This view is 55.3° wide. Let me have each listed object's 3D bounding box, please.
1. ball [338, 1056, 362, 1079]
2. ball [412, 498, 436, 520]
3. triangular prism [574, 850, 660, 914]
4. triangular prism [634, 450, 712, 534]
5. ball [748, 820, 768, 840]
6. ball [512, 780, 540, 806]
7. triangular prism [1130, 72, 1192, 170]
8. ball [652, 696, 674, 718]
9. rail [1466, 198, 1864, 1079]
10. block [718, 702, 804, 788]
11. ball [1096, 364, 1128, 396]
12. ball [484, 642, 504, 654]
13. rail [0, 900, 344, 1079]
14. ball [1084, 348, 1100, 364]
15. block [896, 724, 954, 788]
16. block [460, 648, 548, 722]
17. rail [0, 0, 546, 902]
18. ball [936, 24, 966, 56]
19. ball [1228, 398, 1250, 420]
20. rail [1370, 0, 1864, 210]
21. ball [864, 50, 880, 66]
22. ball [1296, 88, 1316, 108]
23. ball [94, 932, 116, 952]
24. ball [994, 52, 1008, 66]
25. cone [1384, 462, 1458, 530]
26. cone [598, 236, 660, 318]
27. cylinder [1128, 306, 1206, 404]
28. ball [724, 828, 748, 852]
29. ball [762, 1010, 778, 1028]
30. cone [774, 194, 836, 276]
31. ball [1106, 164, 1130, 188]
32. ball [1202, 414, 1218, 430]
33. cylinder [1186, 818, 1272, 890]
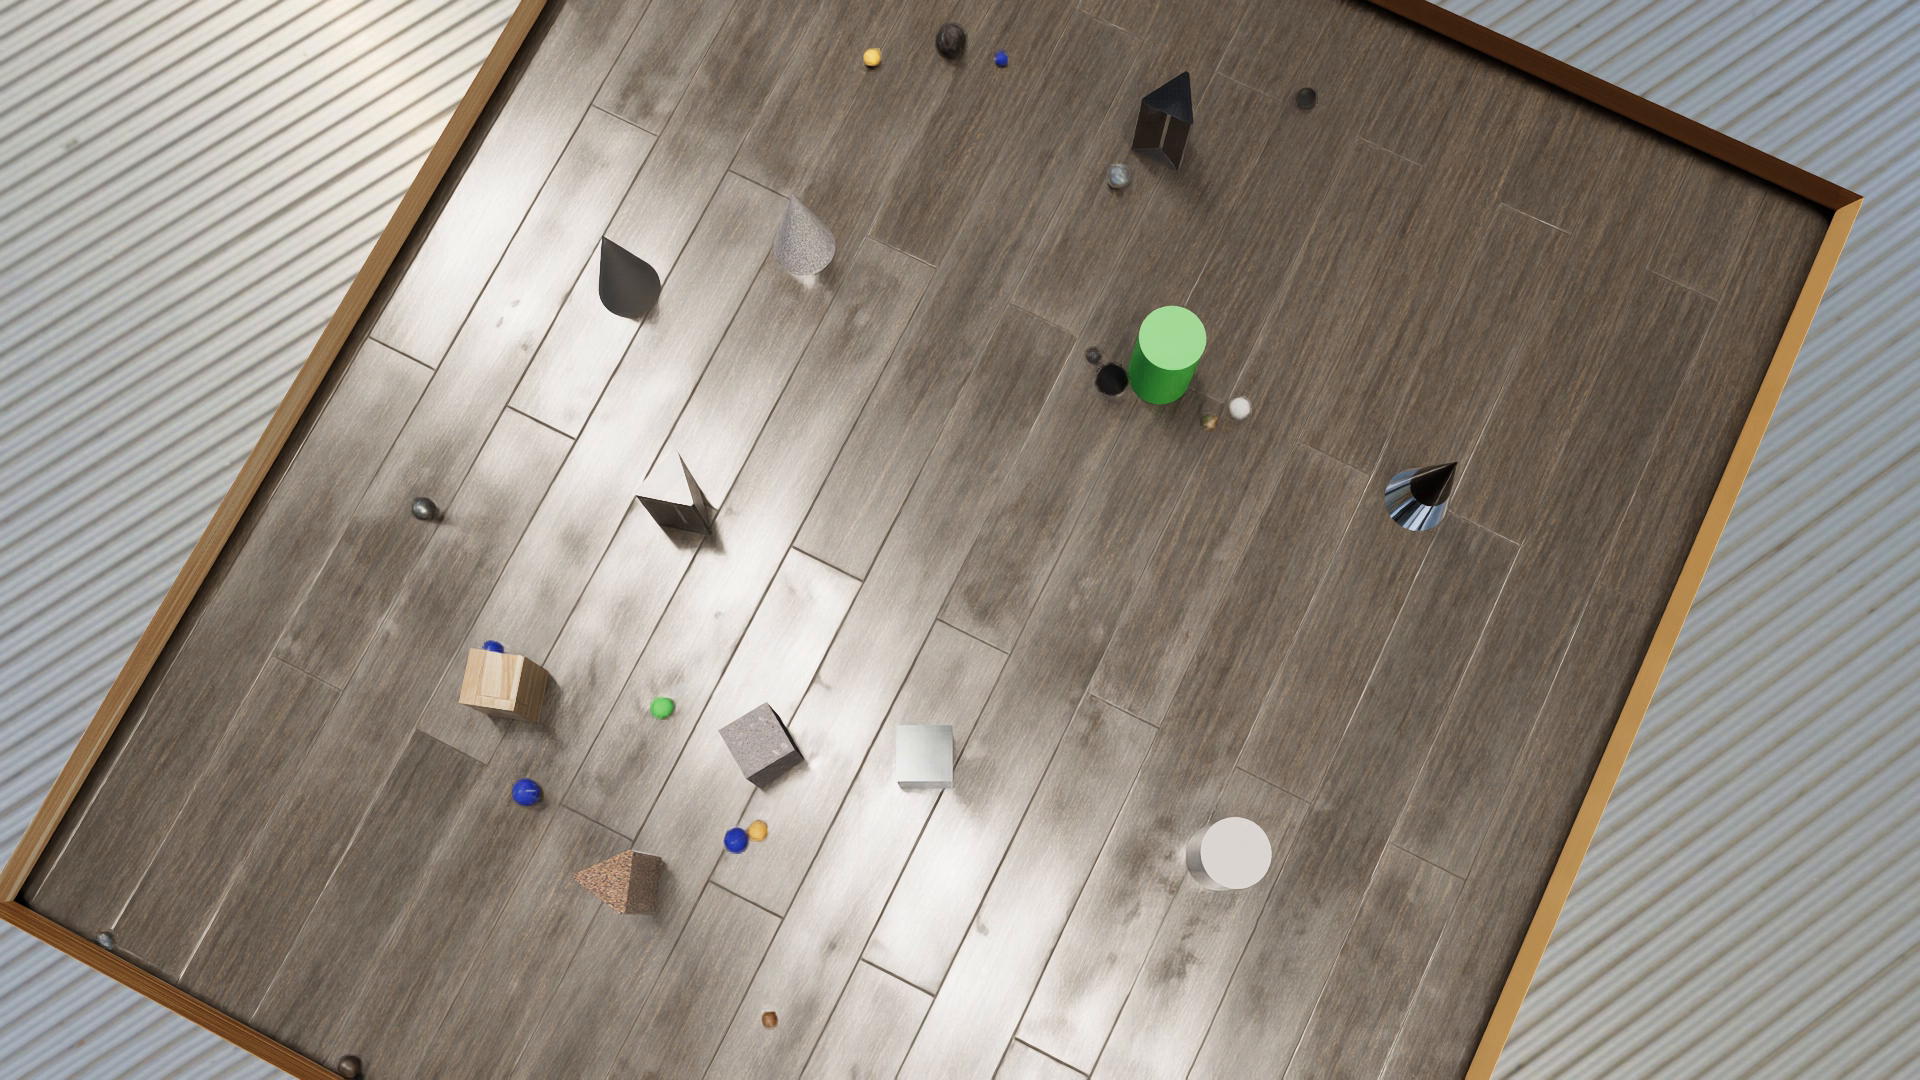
[{"bbox_3d":[-1.754,1.517,5.269,0.066,0.066,0.066,0,78,0],"label":"ball"},{"bbox_3d":[-1.639,-0.095,5.600,0.071,0.071,0.071,0,78,0],"label":"ball"},{"bbox_3d":[-0.930,0.946,5.177,0.171,0.477,0.148,35,80,7],"label":"triangular prism"},{"bbox_3d":[-0.830,-0.146,5.438,0.171,0.410,0.148,11,79,2],"label":"triangular prism"},{"bbox_3d":[-0.596,0.857,5.409,0.060,0.060,0.060,0,78,0],"label":"ball"},{"bbox_3d":[-1.282,0.747,5.421,0.079,0.079,0.079,0,78,0],"label":"ball"},{"bbox_3d":[0.656,-1.319,5.710,0.171,0.352,0.148,26,80,5],"label":"triangular prism"},{"bbox_3d":[-0.889,0.501,5.480,0.065,0.065,0.065,0,78,0],"label":"ball"},{"bbox_3d":[1.799,0.888,5.366,0.045,0.128,4.462,26,80,5],"label":"rail"},{"bbox_3d":[-0.572,0.597,5.316,0.158,0.346,0.158,-30,80,-6],"label":"block"},{"bbox_3d":[0.469,-0.495,5.669,0.099,0.099,0.099,0,78,0],"label":"ball"},{"bbox_3d":[-1.404,0.333,5.518,0.058,0.058,0.058,0,78,0],"label":"ball"},{"bbox_3d":[-0.987,1.940,5.149,4.071,0.128,0.045,26,80,5],"label":"rail"},{"bbox_3d":[0.414,-0.574,5.710,0.050,0.050,0.050,0,78,0],"label":"ball"},{"bbox_3d":[-0.100,0.633,5.331,0.158,0.302,0.158,0,78,0],"label":"block"},{"bbox_3d":[-1.332,0.429,5.366,0.158,0.317,0.158,8,78,2],"label":"block"},{"bbox_3d":[-1.799,-0.874,5.731,0.045,0.128,4.462,26,80,5],"label":"rail"},{"bbox_3d":[-0.029,-1.611,5.900,0.098,0.098,0.098,0,78,0],"label":"ball"},{"bbox_3d":[0.865,-0.406,5.667,0.067,0.067,0.067,0,78,0],"label":"ball"},{"bbox_3d":[0.987,-1.926,5.949,4.071,0.128,0.045,26,80,5],"label":"rail"},{"bbox_3d":[-0.285,-1.555,5.910,0.056,0.056,0.056,0,78,0],"label":"ball"},{"bbox_3d":[1.111,-1.419,5.879,0.062,0.062,0.062,0,78,0],"label":"ball"},{"bbox_3d":[-2.495,1.171,5.345,0.058,0.058,0.058,0,78,0],"label":"ball"},{"bbox_3d":[0.133,-1.553,5.916,0.043,0.043,0.043,0,78,0],"label":"ball"},{"bbox_3d":[1.406,-0.173,5.409,0.197,0.476,0.197,0,78,0],"label":"cone"},{"bbox_3d":[-1.043,-0.842,5.559,0.197,0.455,0.197,0,78,0],"label":"cone"},{"bbox_3d":[0.623,-0.555,5.546,0.197,0.364,0.197,0,78,0],"label":"cylinder"},{"bbox_3d":[-0.659,0.882,5.398,0.071,0.071,0.071,0,78,0],"label":"ball"},{"bbox_3d":[-0.552,1.387,5.306,0.047,0.047,0.047,0,78,0],"label":"ball"},{"bbox_3d":[-0.493,-0.977,5.599,0.197,0.430,0.197,0,78,0],"label":"cone"},{"bbox_3d":[0.503,-1.153,5.817,0.075,0.075,0.075,0,78,0],"label":"ball"},{"bbox_3d":[0.773,-0.367,5.668,0.049,0.049,0.049,0,78,0],"label":"ball"},{"bbox_3d":[0.766,0.903,5.254,0.197,0.344,0.197,0,78,0],"label":"cylinder"}]
